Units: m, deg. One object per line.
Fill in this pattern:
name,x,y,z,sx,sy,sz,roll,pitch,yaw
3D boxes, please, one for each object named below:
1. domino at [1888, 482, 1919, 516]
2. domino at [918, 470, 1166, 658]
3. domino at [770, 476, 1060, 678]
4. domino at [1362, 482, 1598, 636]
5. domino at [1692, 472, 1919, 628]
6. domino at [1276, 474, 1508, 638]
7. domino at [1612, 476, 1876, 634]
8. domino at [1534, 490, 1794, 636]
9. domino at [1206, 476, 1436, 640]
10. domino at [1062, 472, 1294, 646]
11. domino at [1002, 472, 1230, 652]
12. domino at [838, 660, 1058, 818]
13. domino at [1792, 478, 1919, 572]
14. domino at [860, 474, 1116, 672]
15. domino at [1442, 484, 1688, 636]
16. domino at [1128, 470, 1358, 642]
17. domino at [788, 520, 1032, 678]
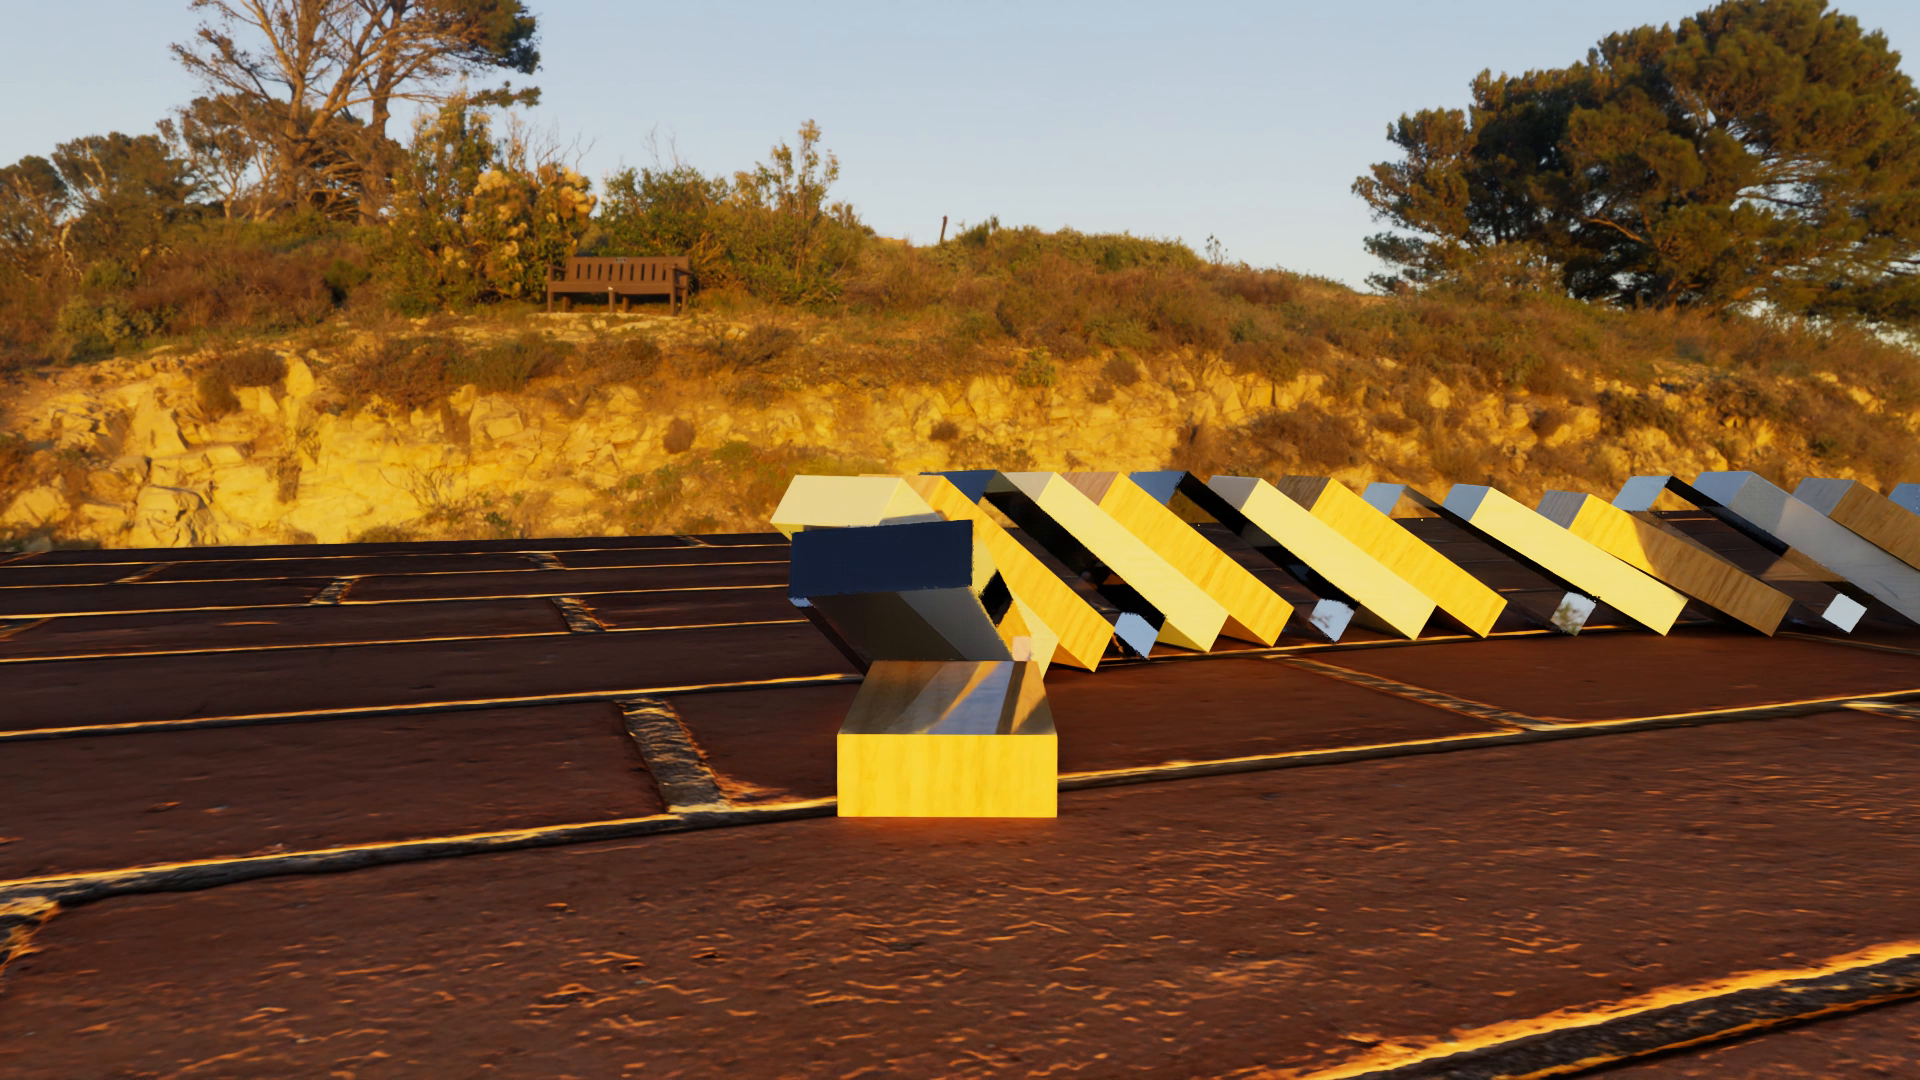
domino,0.236,0.004,0.286,0.050,0.010,0.025,31,9,7
domino,0.014,0.005,0.247,0.050,0.009,0.025,39,-20,-29
domino,-0.007,0.007,0.221,0.025,0.010,0.050,4,-31,42
domino,0.117,0.004,0.295,0.050,0.010,0.025,30,4,-2
domino,0.195,0.002,0.295,0.050,0.010,0.025,33,6,5
domino,0.095,0.003,0.290,0.050,0.010,0.025,33,-2,-10
domino,0.179,0.003,0.297,0.050,0.010,0.025,33,6,6
domino,0.161,0.005,0.297,0.050,0.009,0.025,28,6,2
domino,0.078,0.004,0.285,0.050,0.009,0.025,33,-3,-13
domino,0.043,0.004,0.269,0.050,0.010,0.025,36,-10,-19
domino,0.028,0.004,0.260,0.050,0.010,0.025,37,-14,-23
domino,-0.001,0.025,0.171,0.025,0.010,0.050,0,4,1
domino,0.216,0.004,0.290,0.050,0.010,0.025,33,10,7
domino,0.003,0.006,0.236,0.050,0.010,0.025,40,-21,-32
domino,0.138,0.004,0.297,0.050,0.010,0.025,30,5,1
domino,0.059,0.003,0.277,0.050,0.009,0.025,35,-9,-17
domino,-0.005,0.012,0.192,0.025,0.009,0.050,-4,-23,11
